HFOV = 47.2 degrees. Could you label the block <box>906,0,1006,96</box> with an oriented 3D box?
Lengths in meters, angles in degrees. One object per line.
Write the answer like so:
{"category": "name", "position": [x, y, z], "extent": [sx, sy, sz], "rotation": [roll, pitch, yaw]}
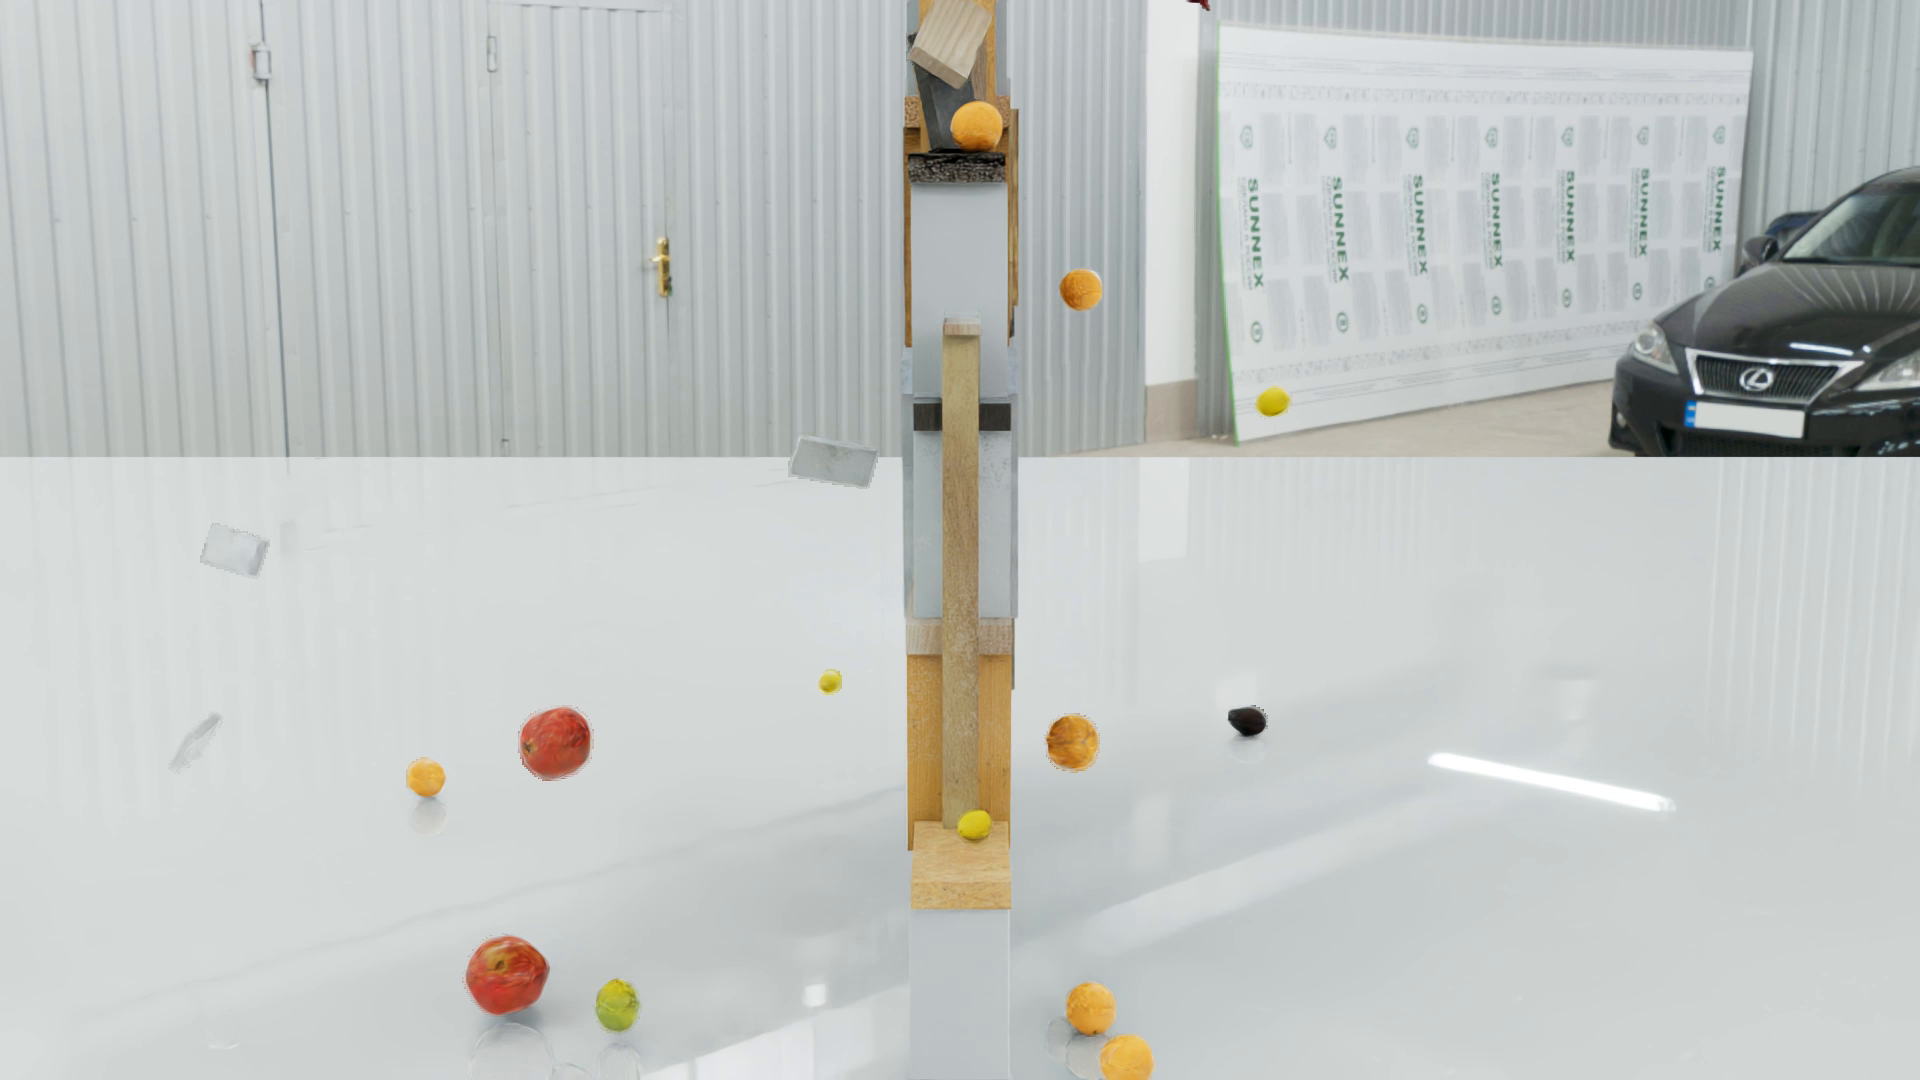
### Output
{"category": "block", "position": [-0.005, -0.864, 3.410], "extent": [0.155, 0.346, 0.044], "rotation": [0, 12, 1]}

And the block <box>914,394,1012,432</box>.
{"category": "block", "position": [0.002, -0.191, 3.123], "extent": [0.133, 0.038, 0.266], "rotation": [0, 11, 0]}

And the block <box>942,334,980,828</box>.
{"category": "block", "position": [0.001, 0.061, 3.007], "extent": [0.050, 0.690, 0.014], "rotation": [0, 10, 0]}

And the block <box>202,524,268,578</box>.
{"category": "block", "position": [-1.149, 0.017, 3.484], "extent": [0.121, 0.060, 0.017], "rotation": [13, -6, 36]}

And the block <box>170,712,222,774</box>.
{"category": "block", "position": [-1.281, 0.341, 3.686], "extent": [0.121, 0.017, 0.060], "rotation": [-47, 1, 42]}

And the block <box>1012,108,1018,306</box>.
{"category": "block", "position": [0.018, -0.603, 3.995], "extent": [0.176, 0.353, 0.050], "rotation": [0, 10, 1]}

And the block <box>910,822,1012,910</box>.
{"category": "block", "position": [0.001, 0.437, 2.969], "extent": [0.130, 0.037, 0.259], "rotation": [0, 10, 0]}

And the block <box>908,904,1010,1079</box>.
{"category": "block", "position": [0.000, 0.600, 2.903], "extent": [0.130, 0.259, 0.037], "rotation": [1, 13, 5]}

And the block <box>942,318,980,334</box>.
{"category": "block", "position": [0.003, -0.288, 2.957], "extent": [0.049, 0.014, 0.099], "rotation": [0, 11, 1]}

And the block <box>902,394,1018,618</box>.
{"category": "block", "position": [0.001, -0.056, 3.350], "extent": [0.175, 0.349, 0.049], "rotation": [0, 11, 2]}

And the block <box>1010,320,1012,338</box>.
{"category": "block", "position": [0.002, -0.353, 3.768], "extent": [0.171, 0.049, 0.343], "rotation": [0, 11, 1]}

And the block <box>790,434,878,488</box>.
{"category": "block", "position": [-0.191, -0.120, 3.324], "extent": [0.121, 0.060, 0.017], "rotation": [9, 26, -17]}

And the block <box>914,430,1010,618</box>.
{"category": "block", "position": [0.003, -0.026, 3.064], "extent": [0.133, 0.266, 0.038], "rotation": [0, 11, 0]}

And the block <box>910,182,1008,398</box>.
{"category": "block", "position": [-0.001, -0.346, 3.045], "extent": [0.132, 0.295, 0.037], "rotation": [0, 11, 0]}

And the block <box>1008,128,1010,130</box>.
{"category": "block", "position": [0.000, -0.519, 3.645], "extent": [0.162, 0.324, 0.046], "rotation": [0, 11, 1]}

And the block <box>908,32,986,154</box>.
{"category": "block", "position": [-0.019, -0.636, 3.125], "extent": [0.085, 0.169, 0.024], "rotation": [-11, -1, -44]}

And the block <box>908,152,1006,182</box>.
{"category": "block", "position": [-0.005, -0.526, 3.101], "extent": [0.132, 0.037, 0.265], "rotation": [0, 10, 0]}

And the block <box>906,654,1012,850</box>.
{"category": "block", "position": [-0.002, 0.292, 3.111], "extent": [0.146, 0.293, 0.041], "rotation": [-1, 11, -3]}

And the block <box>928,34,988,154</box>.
{"category": "block", "position": [-0.004, -0.646, 3.176], "extent": [0.085, 0.169, 0.024], "rotation": [-1, 0, -1]}

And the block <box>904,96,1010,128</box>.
{"category": "block", "position": [-0.001, -0.681, 3.503], "extent": [0.162, 0.046, 0.324], "rotation": [0, 11, 1]}

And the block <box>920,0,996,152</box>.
{"category": "block", "position": [-0.004, -0.718, 3.206], "extent": [0.110, 0.303, 0.031], "rotation": [0, 8, -1]}

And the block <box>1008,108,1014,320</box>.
{"category": "block", "position": [0.002, -0.556, 3.757], "extent": [0.176, 0.356, 0.050], "rotation": [0, 11, 0]}

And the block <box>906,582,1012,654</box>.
{"category": "block", "position": [-0.001, 0.111, 3.173], "extent": [0.146, 0.041, 0.292], "rotation": [0, 11, 0]}

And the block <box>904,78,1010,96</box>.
{"category": "block", "position": [-0.001, -0.778, 3.837], "extent": [0.176, 0.050, 0.353], "rotation": [0, 11, 1]}

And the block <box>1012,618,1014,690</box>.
{"category": "block", "position": [0.001, -0.014, 3.593], "extent": [0.175, 0.522, 0.049], "rotation": [0, 11, 0]}

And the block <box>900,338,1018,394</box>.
{"category": "block", "position": [-0.001, -0.273, 3.426], "extent": [0.175, 0.049, 0.349], "rotation": [0, 11, 0]}

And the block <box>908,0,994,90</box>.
{"category": "block", "position": [-0.012, -0.712, 3.101], "extent": [0.085, 0.024, 0.169], "rotation": [31, 45, -13]}

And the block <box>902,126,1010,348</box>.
{"category": "block", "position": [-0.006, -0.474, 3.440], "extent": [0.162, 0.339, 0.046], "rotation": [-1, 11, -4]}

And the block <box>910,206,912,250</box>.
{"category": "block", "position": [-0.005, -0.394, 3.216], "extent": [0.132, 0.265, 0.037], "rotation": [0, 11, 0]}

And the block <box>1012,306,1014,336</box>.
{"category": "block", "position": [0.011, -0.420, 4.109], "extent": [0.173, 0.049, 0.346], "rotation": [0, 10, 0]}
